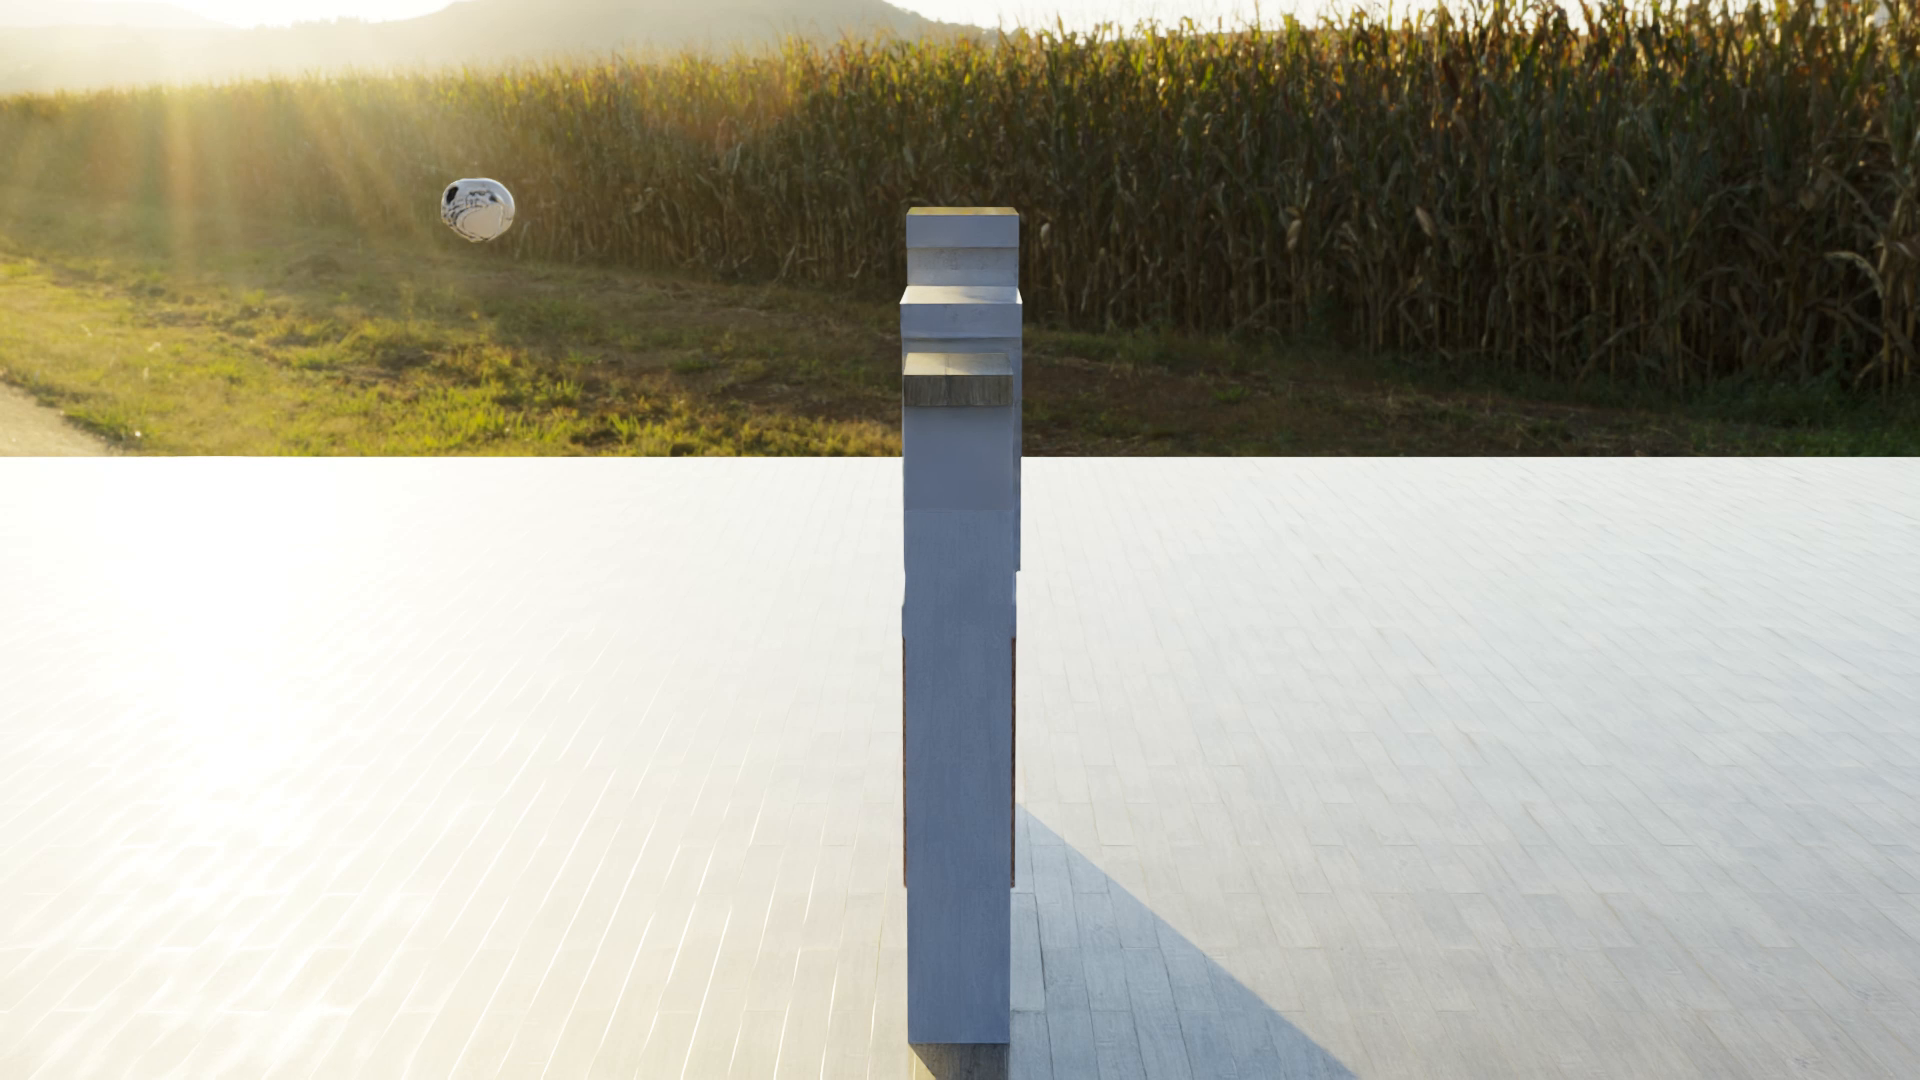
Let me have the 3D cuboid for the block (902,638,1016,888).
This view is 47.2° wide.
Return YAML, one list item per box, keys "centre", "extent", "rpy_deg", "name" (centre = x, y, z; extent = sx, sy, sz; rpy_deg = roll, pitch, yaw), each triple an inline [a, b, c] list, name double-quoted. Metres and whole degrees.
- centre: [-0.001, 0.307, 3.111]
  extent: [0.159, 0.372, 0.045]
  rpy_deg: [0, 11, 0]
  name: "block"

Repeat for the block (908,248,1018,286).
- centre: [0.005, -0.243, 3.580]
  extent: [0.178, 0.470, 0.050]
  rpy_deg: [0, 11, 0]
  name: "block"

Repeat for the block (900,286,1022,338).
- centre: [0.003, -0.346, 3.318]
  extent: [0.174, 0.049, 0.348]
  rpy_deg: [0, 11, 0]
  name: "block"

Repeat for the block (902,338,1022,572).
- centre: [0.003, -0.129, 3.240]
  extent: [0.174, 0.348, 0.049]
  rpy_deg: [0, 11, 0]
  name: "block"

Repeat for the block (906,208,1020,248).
- centre: [0.004, -0.521, 3.649]
  extent: [0.178, 0.050, 0.356]
  rpy_deg: [0, 11, 0]
  name: "block"

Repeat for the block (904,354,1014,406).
- centre: [-0.002, -0.222, 3.013]
  extent: [0.143, 0.041, 0.286]
  rpy_deg: [0, 11, 0]
  name: "block"

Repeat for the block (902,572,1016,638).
- centre: [0.000, 0.083, 3.176]
  extent: [0.159, 0.045, 0.318]
  rpy_deg: [0, 11, 0]
  name: "block"

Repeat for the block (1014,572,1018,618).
- centre: [0.004, -0.093, 3.483]
  extent: [0.174, 0.509, 0.049]
  rpy_deg: [0, 11, 0]
  name: "block"

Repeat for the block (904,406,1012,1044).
- centre: [-0.002, 0.257, 3.005]
  extent: [0.143, 0.898, 0.041]
  rpy_deg: [0, 11, 0]
  name: "block"
